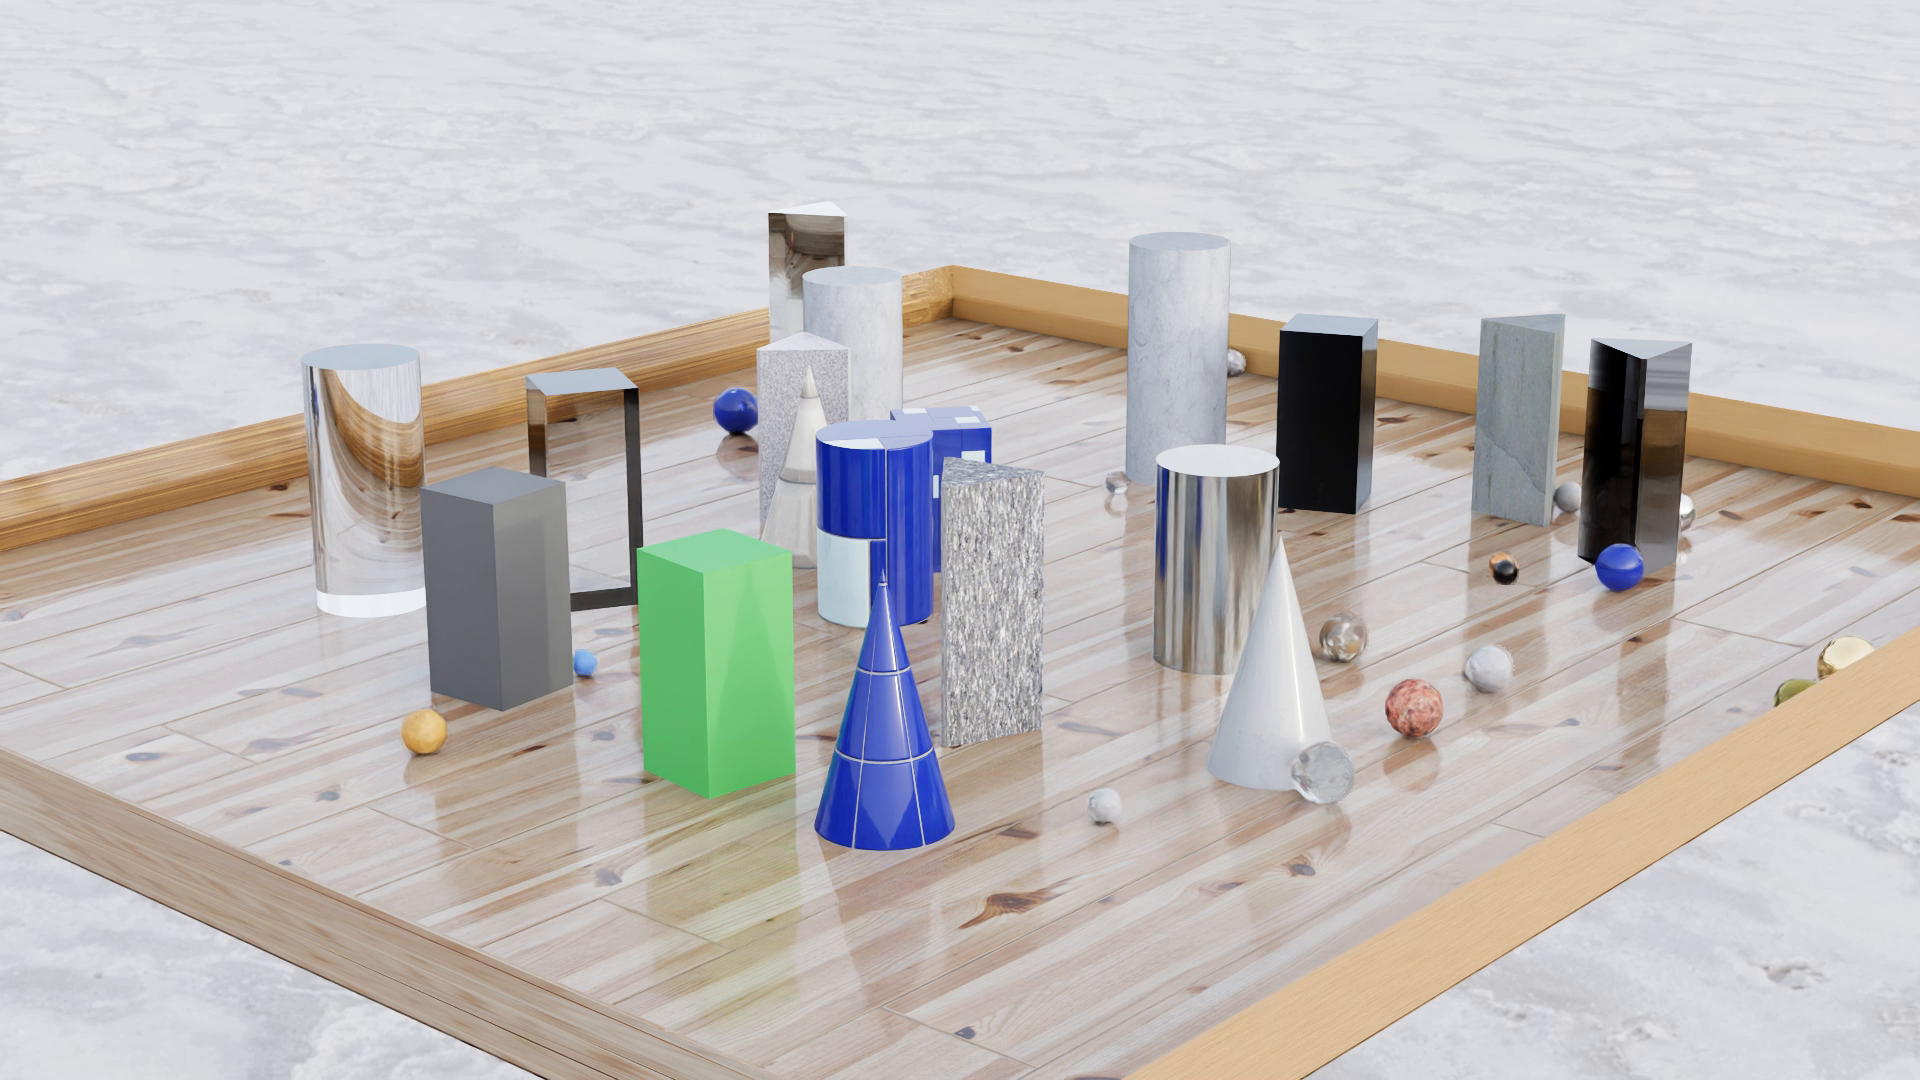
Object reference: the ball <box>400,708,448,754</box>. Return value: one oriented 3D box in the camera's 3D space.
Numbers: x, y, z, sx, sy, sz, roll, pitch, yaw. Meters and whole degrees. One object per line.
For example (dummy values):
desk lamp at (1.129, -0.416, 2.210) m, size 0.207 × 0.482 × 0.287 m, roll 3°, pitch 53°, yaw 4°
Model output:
ball at (-0.802, 0.286, 4.385) m, size 0.069 × 0.069 × 0.069 m, roll 0°, pitch 17°, yaw 0°

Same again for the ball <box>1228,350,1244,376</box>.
ball at (0.618, -0.404, 6.689) m, size 0.062 × 0.062 × 0.062 m, roll 0°, pitch 17°, yaw 0°

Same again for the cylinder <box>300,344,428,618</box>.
cylinder at (-1.019, -0.104, 5.048) m, size 0.199 × 0.434 × 0.199 m, roll 0°, pitch 17°, yaw 0°

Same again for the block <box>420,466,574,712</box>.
block at (-0.729, 0.075, 4.625) m, size 0.159 × 0.336 × 0.159 m, roll 12°, pitch 21°, yaw 35°

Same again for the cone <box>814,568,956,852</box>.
cone at (-0.106, 0.219, 4.072) m, size 0.199 × 0.378 × 0.199 m, roll 0°, pitch 17°, yaw 0°

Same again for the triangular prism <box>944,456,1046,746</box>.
triangular prism at (0.016, 0.087, 4.463) m, size 0.173 × 0.406 × 0.149 m, roll -9°, pitch 19°, yaw -27°

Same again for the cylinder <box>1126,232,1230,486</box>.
cylinder at (0.432, -0.359, 5.824) m, size 0.199 × 0.475 × 0.199 m, roll 0°, pitch 17°, yaw 0°

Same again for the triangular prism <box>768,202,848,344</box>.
triangular prism at (-0.297, -0.468, 6.191) m, size 0.173 × 0.472 × 0.149 m, roll 5°, pitch 17°, yaw 15°

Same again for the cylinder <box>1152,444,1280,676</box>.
cylinder at (0.415, 0.031, 4.778) m, size 0.199 × 0.332 × 0.199 m, roll 0°, pitch 17°, yaw 0°

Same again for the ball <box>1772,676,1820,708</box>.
ball at (1.284, 0.251, 4.476) m, size 0.084 × 0.084 × 0.084 m, roll 0°, pitch 17°, yaw 0°

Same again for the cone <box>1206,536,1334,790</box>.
cone at (0.464, 0.164, 4.294) m, size 0.199 × 0.356 × 0.199 m, roll 0°, pitch 17°, yaw 0°

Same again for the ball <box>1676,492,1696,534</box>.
ball at (1.337, -0.051, 5.489) m, size 0.078 × 0.078 × 0.078 m, roll 0°, pitch 17°, yaw 0°

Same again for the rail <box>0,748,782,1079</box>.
rail at (-1.097, 0.397, 3.910) m, size 2.998 × 0.129 × 0.045 m, roll 14°, pitch 22°, yaw 39°

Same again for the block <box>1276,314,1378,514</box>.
block at (0.707, -0.245, 5.663) m, size 0.159 × 0.350 × 0.159 m, roll 5°, pitch 18°, yaw 18°

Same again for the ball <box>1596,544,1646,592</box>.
ball at (1.160, 0.048, 5.150) m, size 0.085 × 0.085 × 0.085 m, roll 0°, pitch 17°, yaw 0°

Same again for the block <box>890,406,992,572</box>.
block at (-0.035, -0.092, 5.301) m, size 0.159 × 0.264 × 0.159 m, roll -3°, pitch 17°, yaw -9°

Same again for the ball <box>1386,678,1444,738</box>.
ball at (0.691, 0.255, 4.455) m, size 0.088 × 0.088 × 0.088 m, roll 0°, pitch 17°, yaw 0°

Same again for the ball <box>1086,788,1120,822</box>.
ball at (0.202, 0.374, 4.131) m, size 0.048 × 0.048 × 0.048 m, roll 0°, pitch 17°, yaw 0°

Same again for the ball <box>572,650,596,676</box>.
ball at (-0.606, 0.199, 4.723) m, size 0.041 × 0.041 × 0.041 m, roll 0°, pitch 17°, yaw 0°

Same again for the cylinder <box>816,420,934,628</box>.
cylinder at (-0.145, -0.028, 5.005) m, size 0.199 × 0.314 × 0.199 m, roll 0°, pitch 17°, yaw 0°

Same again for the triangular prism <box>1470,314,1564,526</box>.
triangular prism at (1.098, -0.237, 5.591) m, size 0.173 × 0.375 × 0.149 m, roll 16°, pitch 23°, yaw 42°

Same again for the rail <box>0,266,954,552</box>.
rail at (-1.114, -0.247, 6.046) m, size 0.045 × 0.129 × 3.394 m, roll 14°, pitch 22°, yaw 39°

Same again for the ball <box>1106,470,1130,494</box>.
ball at (0.308, -0.113, 5.749) m, size 0.047 × 0.047 × 0.047 m, roll 0°, pitch 17°, yaw 0°

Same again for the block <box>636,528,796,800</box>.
block at (-0.354, 0.177, 4.276) m, size 0.159 × 0.341 × 0.159 m, roll -14°, pitch 22°, yaw -40°

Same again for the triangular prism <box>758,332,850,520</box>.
triangular prism at (-0.296, -0.219, 5.603) m, size 0.173 × 0.333 × 0.149 m, roll -1°, pitch 17°, yaw -3°

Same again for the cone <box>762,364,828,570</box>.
cone at (-0.272, -0.146, 5.325) m, size 0.199 × 0.355 × 0.199 m, roll 0°, pitch 17°, yaw 0°

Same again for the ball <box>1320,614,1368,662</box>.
ball at (0.626, 0.159, 4.791) m, size 0.078 × 0.078 × 0.078 m, roll 0°, pitch 17°, yaw 0°

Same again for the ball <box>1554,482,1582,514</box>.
ball at (1.169, -0.081, 5.622) m, size 0.059 × 0.059 × 0.059 m, roll 0°, pitch 17°, yaw 0°

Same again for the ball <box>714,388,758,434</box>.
ball at (-0.470, -0.273, 6.192) m, size 0.098 × 0.098 × 0.098 m, roll 0°, pitch 17°, yaw 0°

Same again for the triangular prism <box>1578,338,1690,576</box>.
triangular prism at (1.187, -0.152, 5.255) m, size 0.149 × 0.407 × 0.173 m, roll 14°, pitch 22°, yaw 38°

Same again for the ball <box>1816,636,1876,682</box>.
ball at (1.400, 0.201, 4.616) m, size 0.100 × 0.100 × 0.100 m, roll 0°, pitch 17°, yaw 0°

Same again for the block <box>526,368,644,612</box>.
block at (-0.648, -0.088, 5.078) m, size 0.159 × 0.386 × 0.159 m, roll -6°, pitch 18°, yaw -20°

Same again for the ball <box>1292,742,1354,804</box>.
ball at (0.519, 0.333, 4.196) m, size 0.089 × 0.089 × 0.089 m, roll 0°, pitch 17°, yaw 0°

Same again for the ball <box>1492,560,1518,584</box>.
ball at (0.965, 0.057, 5.188) m, size 0.044 × 0.044 × 0.044 m, roll 0°, pitch 17°, yaw 0°

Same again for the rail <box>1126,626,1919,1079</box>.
rail at (1.114, 0.311, 4.193) m, size 0.045 × 0.129 × 3.394 m, roll 14°, pitch 22°, yaw 39°

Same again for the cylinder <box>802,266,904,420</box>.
cylinder at (-0.214, -0.337, 5.891) m, size 0.199 × 0.394 × 0.199 m, roll 0°, pitch 17°, yaw 0°

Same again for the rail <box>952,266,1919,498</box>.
rail at (1.097, -0.332, 6.329) m, size 2.998 × 0.129 × 0.045 m, roll 14°, pitch 22°, yaw 39°

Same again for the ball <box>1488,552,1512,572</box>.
ball at (0.965, 0.044, 5.233) m, size 0.044 × 0.044 × 0.044 m, roll 0°, pitch 17°, yaw 0°

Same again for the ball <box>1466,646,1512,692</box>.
ball at (0.838, 0.205, 4.649) m, size 0.074 × 0.074 × 0.074 m, roll 0°, pitch 17°, yaw 0°

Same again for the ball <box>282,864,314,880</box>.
ball at (-0.872, 0.459, 3.798) m, size 0.077 × 0.077 × 0.077 m, roll 0°, pitch 17°, yaw 0°
